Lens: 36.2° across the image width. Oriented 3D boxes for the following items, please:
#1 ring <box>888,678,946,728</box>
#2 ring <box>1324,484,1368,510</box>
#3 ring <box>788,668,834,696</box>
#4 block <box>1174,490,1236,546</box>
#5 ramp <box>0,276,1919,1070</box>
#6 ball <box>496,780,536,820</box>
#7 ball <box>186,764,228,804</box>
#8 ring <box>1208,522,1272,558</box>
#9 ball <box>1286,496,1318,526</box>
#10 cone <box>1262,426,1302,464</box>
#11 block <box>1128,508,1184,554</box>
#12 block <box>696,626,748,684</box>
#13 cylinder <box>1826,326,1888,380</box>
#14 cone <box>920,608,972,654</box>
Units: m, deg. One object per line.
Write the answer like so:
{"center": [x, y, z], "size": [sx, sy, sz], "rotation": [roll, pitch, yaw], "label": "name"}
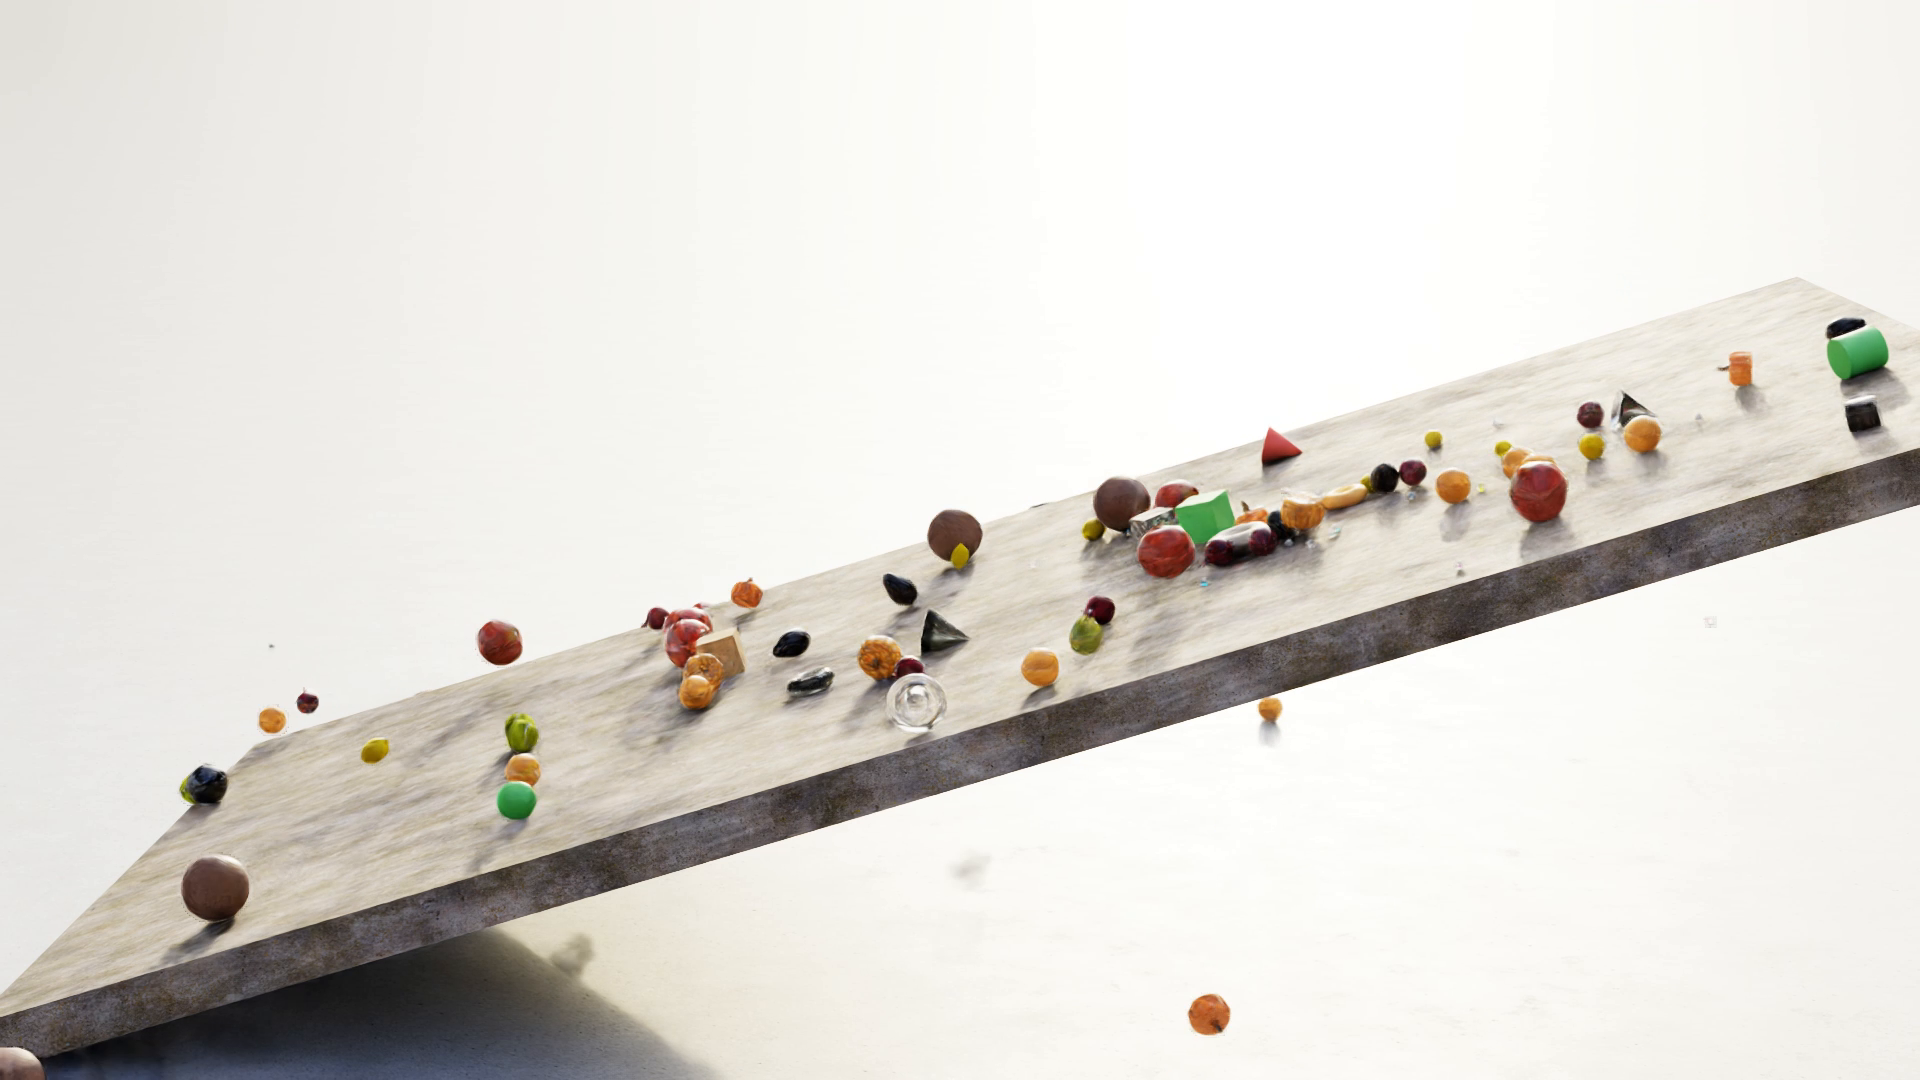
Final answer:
{"center": [-0.080, 0.299, 5.397], "size": [0.112, 0.112, 0.037], "rotation": [-4, 41, -18], "label": "ring"}
{"center": [0.810, -0.091, 6.186], "size": [0.096, 0.032, 0.096], "rotation": [-17, 9, 3], "label": "ring"}
{"center": [-0.307, 0.292, 6.051], "size": [0.102, 0.034, 0.102], "rotation": [-19, 10, 4], "label": "ring"}
{"center": [0.525, -0.048, 6.285], "size": [0.087, 0.087, 0.087], "rotation": [-11, 12, 32], "label": "block"}
{"center": [0.098, 0.184, 6.313], "size": [4.000, 0.100, 2.000], "rotation": [-17, 10, 5], "label": "ramp"}
{"center": [-0.864, 0.507, 5.734], "size": [0.077, 0.077, 0.077], "rotation": [0, 11, 0], "label": "ball"}
{"center": [-1.755, 0.570, 6.861], "size": [0.096, 0.096, 0.096], "rotation": [0, 11, 0], "label": "ball"}
{"center": [0.577, 0.001, 6.059], "size": [0.136, 0.045, 0.136], "rotation": [-17, 9, 3], "label": "ring"}
{"center": [0.708, -0.060, 6.098], "size": [0.064, 0.064, 0.064], "rotation": [0, 11, 0], "label": "ball"}
{"center": [0.761, -0.214, 6.894], "size": [0.091, 0.091, 0.091], "rotation": [12, 14, 11], "label": "cone"}
{"center": [0.423, -0.021, 6.347], "size": [0.076, 0.076, 0.076], "rotation": [-22, 11, -21], "label": "block"}
{"center": [-0.524, 0.253, 6.477], "size": [0.087, 0.087, 0.087], "rotation": [-17, 10, 3], "label": "block"}
{"center": [1.791, -0.374, 5.869], "size": [0.086, 0.086, 0.086], "rotation": [-20, 15, -11], "label": "cylinder"}
{"center": [-0.024, 0.195, 6.052], "size": [0.098, 0.098, 0.098], "rotation": [10, 12, 5], "label": "cone"}
